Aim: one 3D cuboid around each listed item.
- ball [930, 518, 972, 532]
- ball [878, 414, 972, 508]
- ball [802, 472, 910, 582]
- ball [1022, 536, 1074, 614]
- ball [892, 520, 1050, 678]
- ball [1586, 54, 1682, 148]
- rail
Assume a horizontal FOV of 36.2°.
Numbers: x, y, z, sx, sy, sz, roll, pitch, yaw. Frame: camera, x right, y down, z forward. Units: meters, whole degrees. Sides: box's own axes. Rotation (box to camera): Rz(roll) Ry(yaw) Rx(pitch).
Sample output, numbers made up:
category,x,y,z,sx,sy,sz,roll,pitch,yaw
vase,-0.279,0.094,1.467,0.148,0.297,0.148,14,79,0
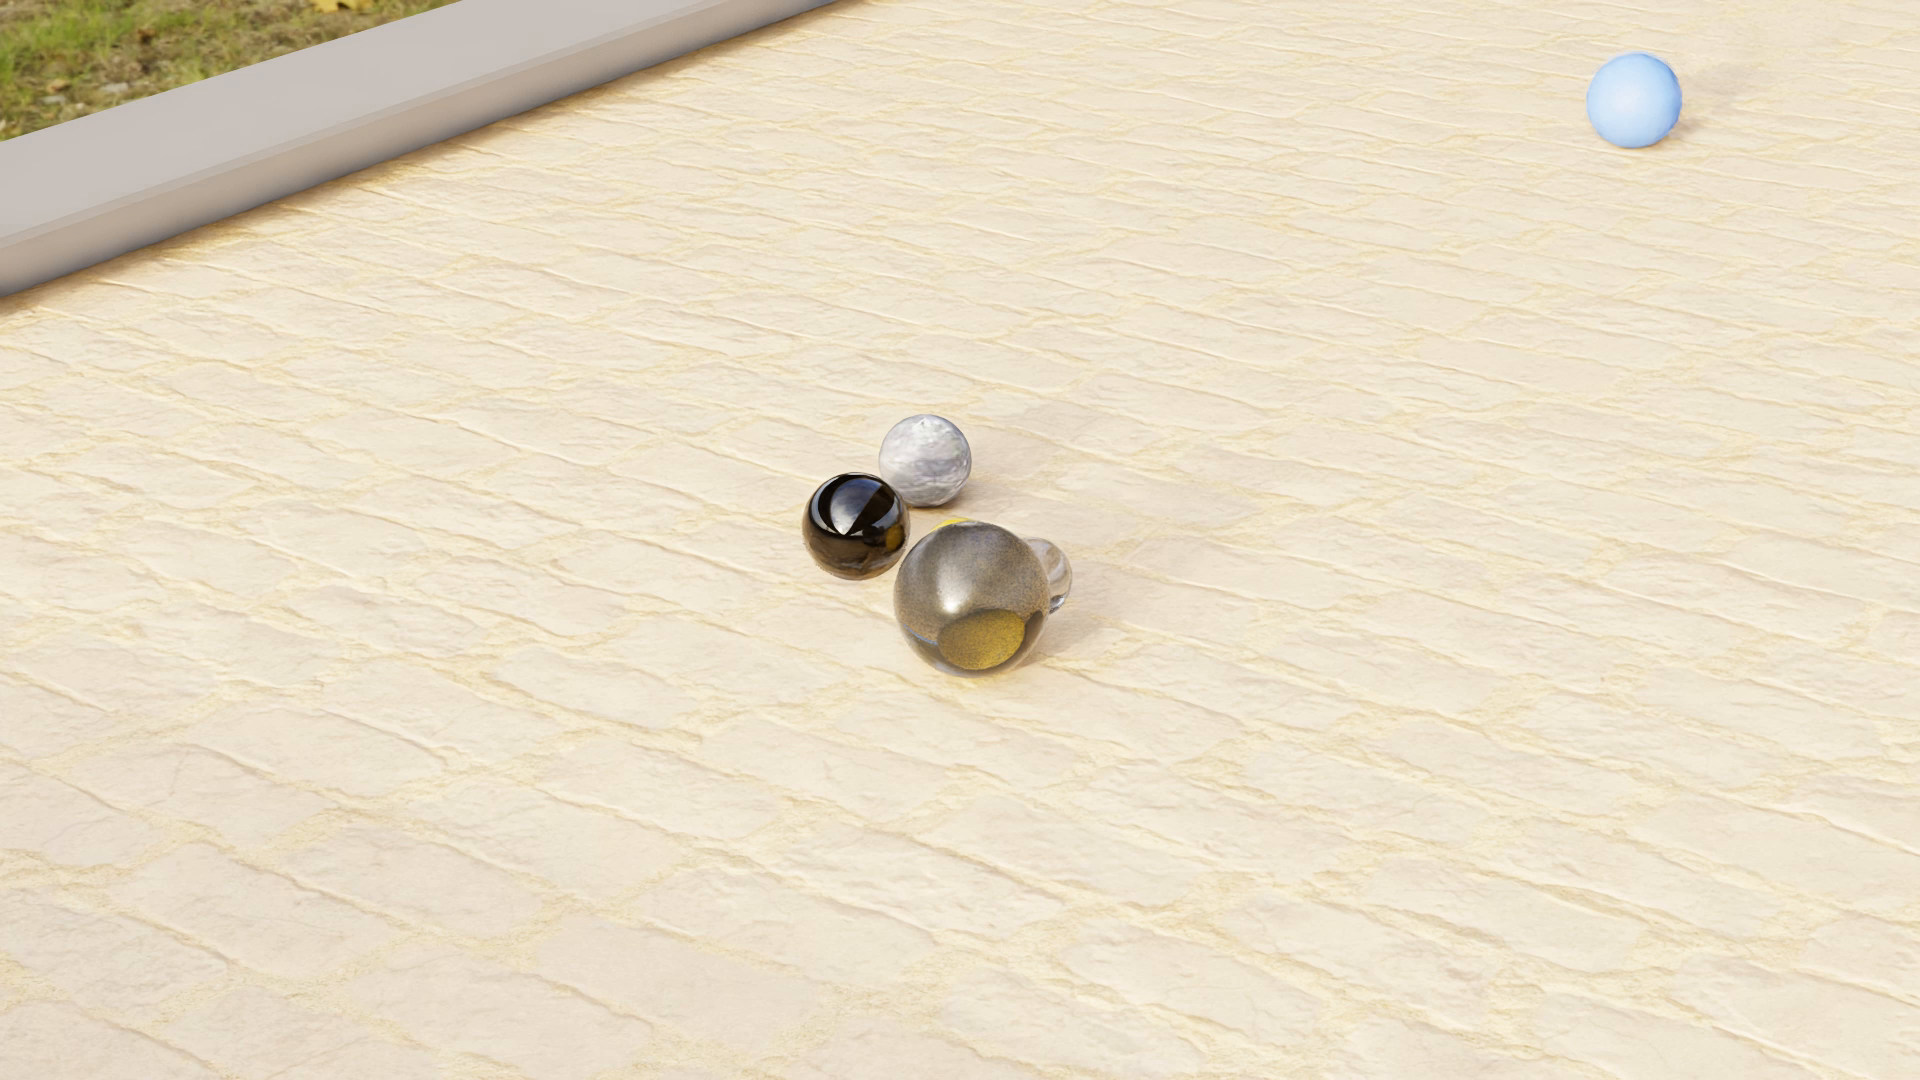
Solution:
category,x,y,z,sx,sy,sz,roll,pitch,yaw
ball,0.000,0.010,1.843,0.049,0.049,0.049,0,25,0
ball,-0.023,-0.053,1.963,0.062,0.062,0.062,0,25,0
ball,-0.066,-0.009,1.859,0.069,0.069,0.069,0,25,0
ball,0.044,0.023,1.812,0.051,0.051,0.051,0,25,0
ball,0.007,0.035,1.736,0.093,0.093,0.093,0,25,0
ball,0.615,-0.401,2.686,0.086,0.086,0.086,0,25,0
rail,-0.256,-0.548,2.959,0.045,0.121,3.543,16,29,30
